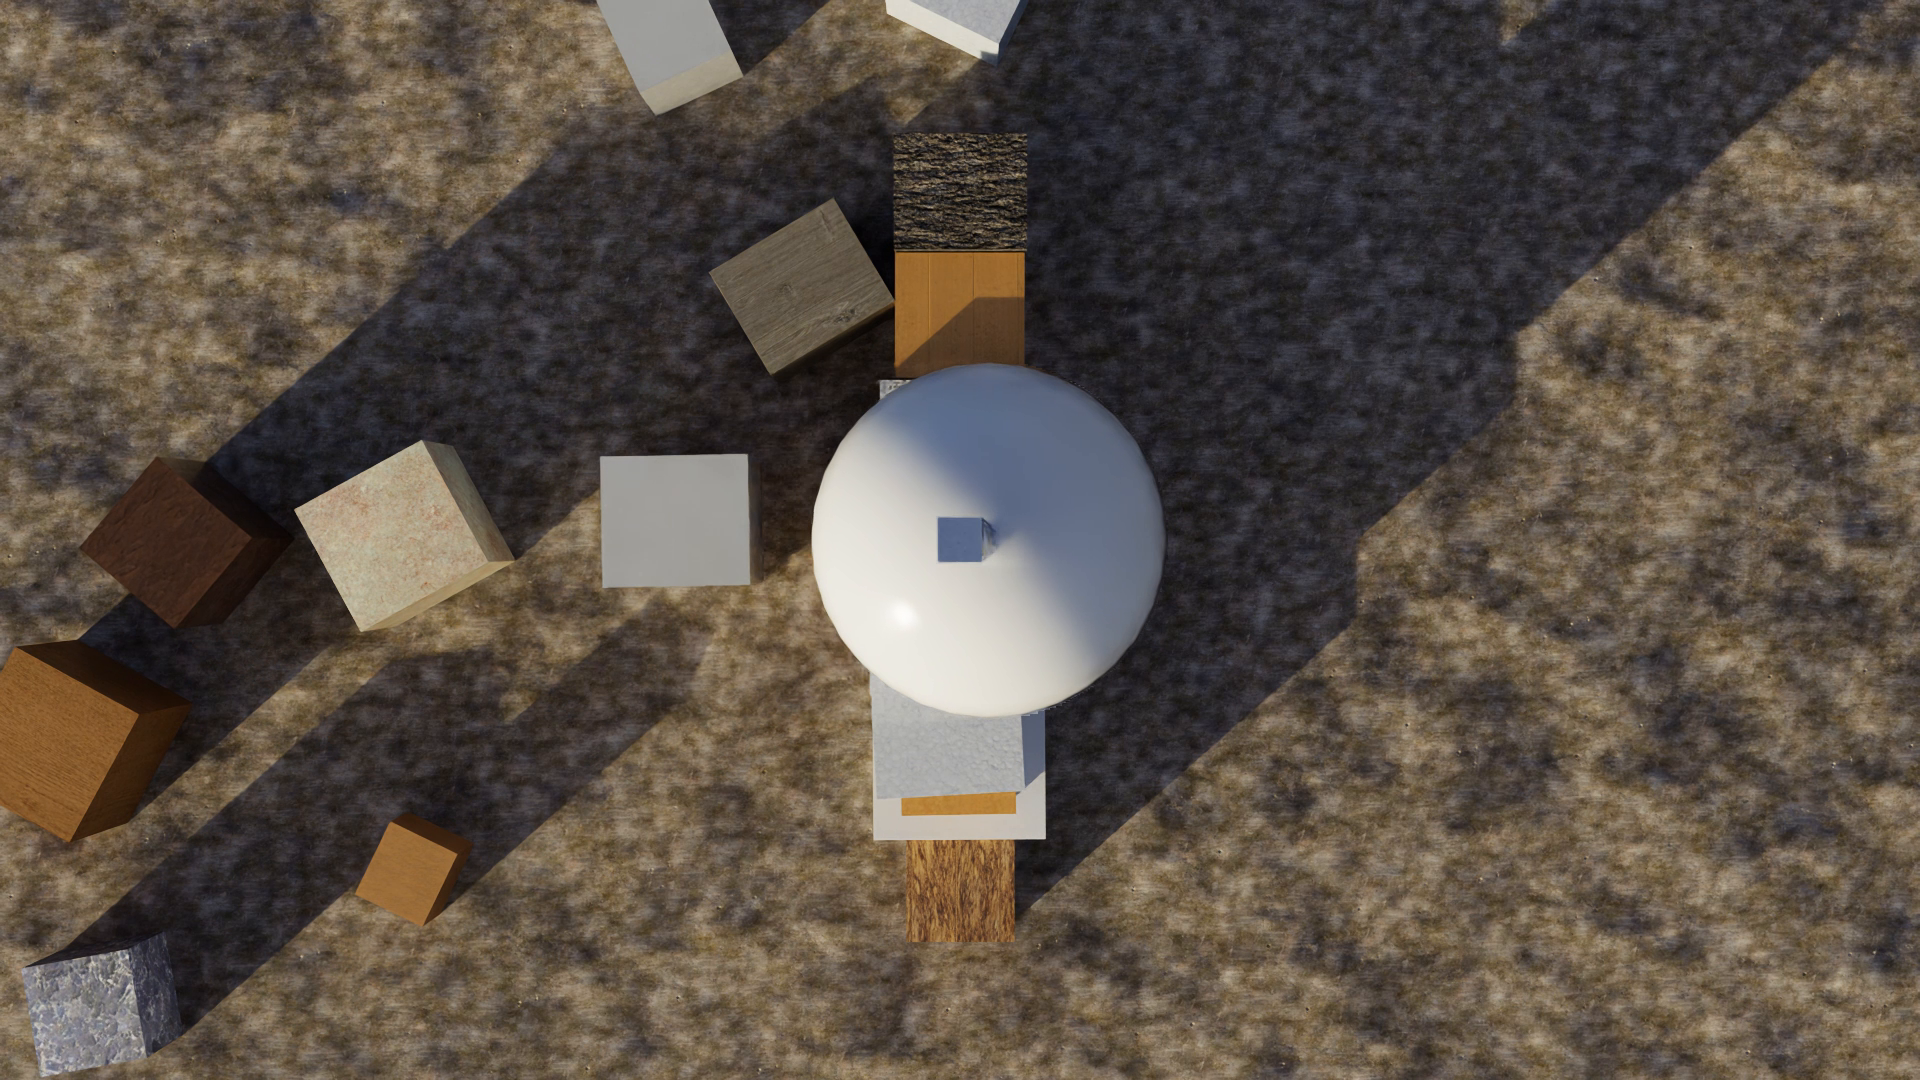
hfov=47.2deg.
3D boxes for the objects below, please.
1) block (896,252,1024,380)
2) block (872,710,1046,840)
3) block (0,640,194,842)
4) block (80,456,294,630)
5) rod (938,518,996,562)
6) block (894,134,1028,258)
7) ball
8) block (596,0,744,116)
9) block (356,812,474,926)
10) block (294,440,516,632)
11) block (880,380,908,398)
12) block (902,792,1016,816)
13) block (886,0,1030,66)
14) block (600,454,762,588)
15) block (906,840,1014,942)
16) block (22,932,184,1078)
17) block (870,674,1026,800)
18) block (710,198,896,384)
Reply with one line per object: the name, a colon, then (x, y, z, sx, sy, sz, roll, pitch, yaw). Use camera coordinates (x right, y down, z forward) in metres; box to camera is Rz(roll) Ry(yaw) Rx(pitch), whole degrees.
block: (-0.001, -1.259, 12.655, 0.726, 0.691, 0.701, 0, 90, 0)
block: (-0.005, 1.232, 12.571, 0.950, 0.857, 0.844, 0, 90, 0)
block: (-5.069, 1.130, 12.572, 0.782, 0.856, 0.807, 29, 90, 0)
block: (-4.409, 0.016, 12.601, 0.697, 0.797, 0.665, 40, 90, 0)
rod: (0.056, 0.000, 6.506, 0.080, 5.200, 0.080, 0, 90, 1)
block: (0.002, -1.940, 12.613, 0.742, 0.773, 0.645, 0, 90, 0)
ball: (0.128, 0.000, 9.906, 1.600, 1.600, 1.600, 0, 90, 0)
block: (-1.661, -2.889, 12.650, 0.568, 0.700, 0.592, -25, 90, 0)
block: (-3.164, 1.909, 12.782, 0.429, 0.436, 0.463, 26, 90, 0)
block: (-3.166, -0.023, 12.620, 0.809, 0.760, 0.775, -29, 90, 0)
block: (-0.024, -0.467, 12.573, 0.847, 0.855, 0.838, 0, 90, 0)
block: (-0.011, 1.137, 11.804, 0.598, 0.677, 0.592, -1, 90, 0)
block: (0.034, -3.241, 12.702, 0.721, 0.596, 0.638, 26, 90, 0)
block: (-1.584, -0.107, 12.614, 0.823, 0.772, 0.729, -1, 90, 0)
block: (0.004, 1.961, 12.689, 0.608, 0.622, 0.604, 0, 90, 0)
block: (-4.946, 2.671, 12.707, 0.610, 0.586, 0.623, -10, 90, 0)
block: (-0.065, 0.891, 11.144, 0.733, 0.645, 0.730, -3, 90, 0)
block: (-0.885, -1.419, 12.653, 0.812, 0.694, 0.672, -31, 90, 0)
